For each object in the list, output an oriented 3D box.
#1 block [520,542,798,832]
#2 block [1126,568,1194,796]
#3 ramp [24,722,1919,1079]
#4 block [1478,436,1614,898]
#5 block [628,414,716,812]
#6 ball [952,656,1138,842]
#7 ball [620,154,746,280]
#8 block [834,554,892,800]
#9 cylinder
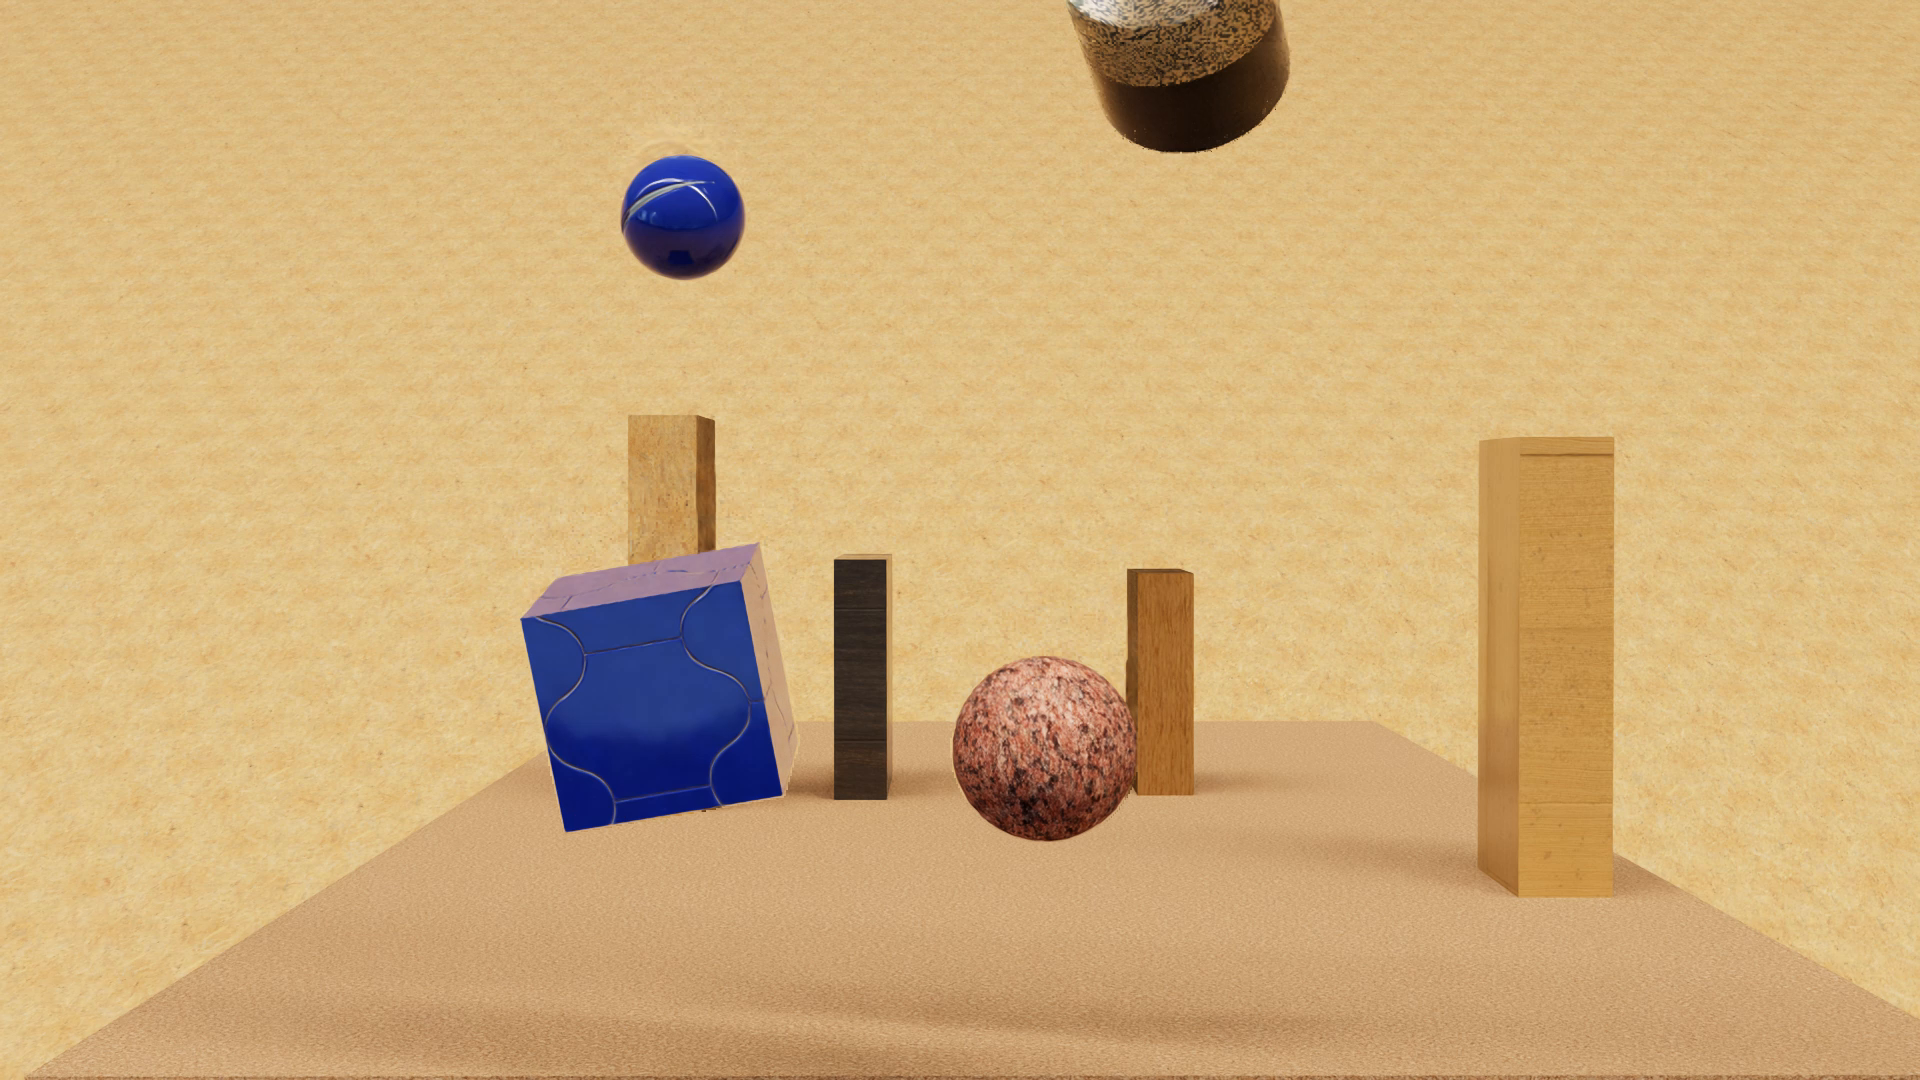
[{"bbox_3d":[-0.286,0.139,2.505,0.208,0.208,0.208,-10,9,2],"label":"block"},{"bbox_3d":[0.396,0.275,5.128,0.108,0.428,0.318,0,1,0],"label":"block"},{"bbox_3d":[0.061,0.550,4.586,2.000,0.100,4.000,0,1,0],"label":"ramp"},{"bbox_3d":[0.872,0.181,3.859,0.136,0.664,0.292,0,1,0],"label":"block"},{"bbox_3d":[-0.543,0.131,4.900,0.125,0.726,0.363,0,1,0],"label":"block"},{"bbox_3d":[0.090,0.221,2.740,0.197,0.197,0.197,0,27,0],"label":"ball"},{"bbox_3d":[-0.275,-0.320,2.566,0.125,0.125,0.125,0,27,0],"label":"ball"},{"bbox_3d":[-0.189,0.261,5.107,0.101,0.457,0.421,0,1,0],"label":"block"},{"bbox_3d":[0.223,-0.547,2.666,0.210,0.210,0.210,-7,61,13],"label":"cylinder"}]
